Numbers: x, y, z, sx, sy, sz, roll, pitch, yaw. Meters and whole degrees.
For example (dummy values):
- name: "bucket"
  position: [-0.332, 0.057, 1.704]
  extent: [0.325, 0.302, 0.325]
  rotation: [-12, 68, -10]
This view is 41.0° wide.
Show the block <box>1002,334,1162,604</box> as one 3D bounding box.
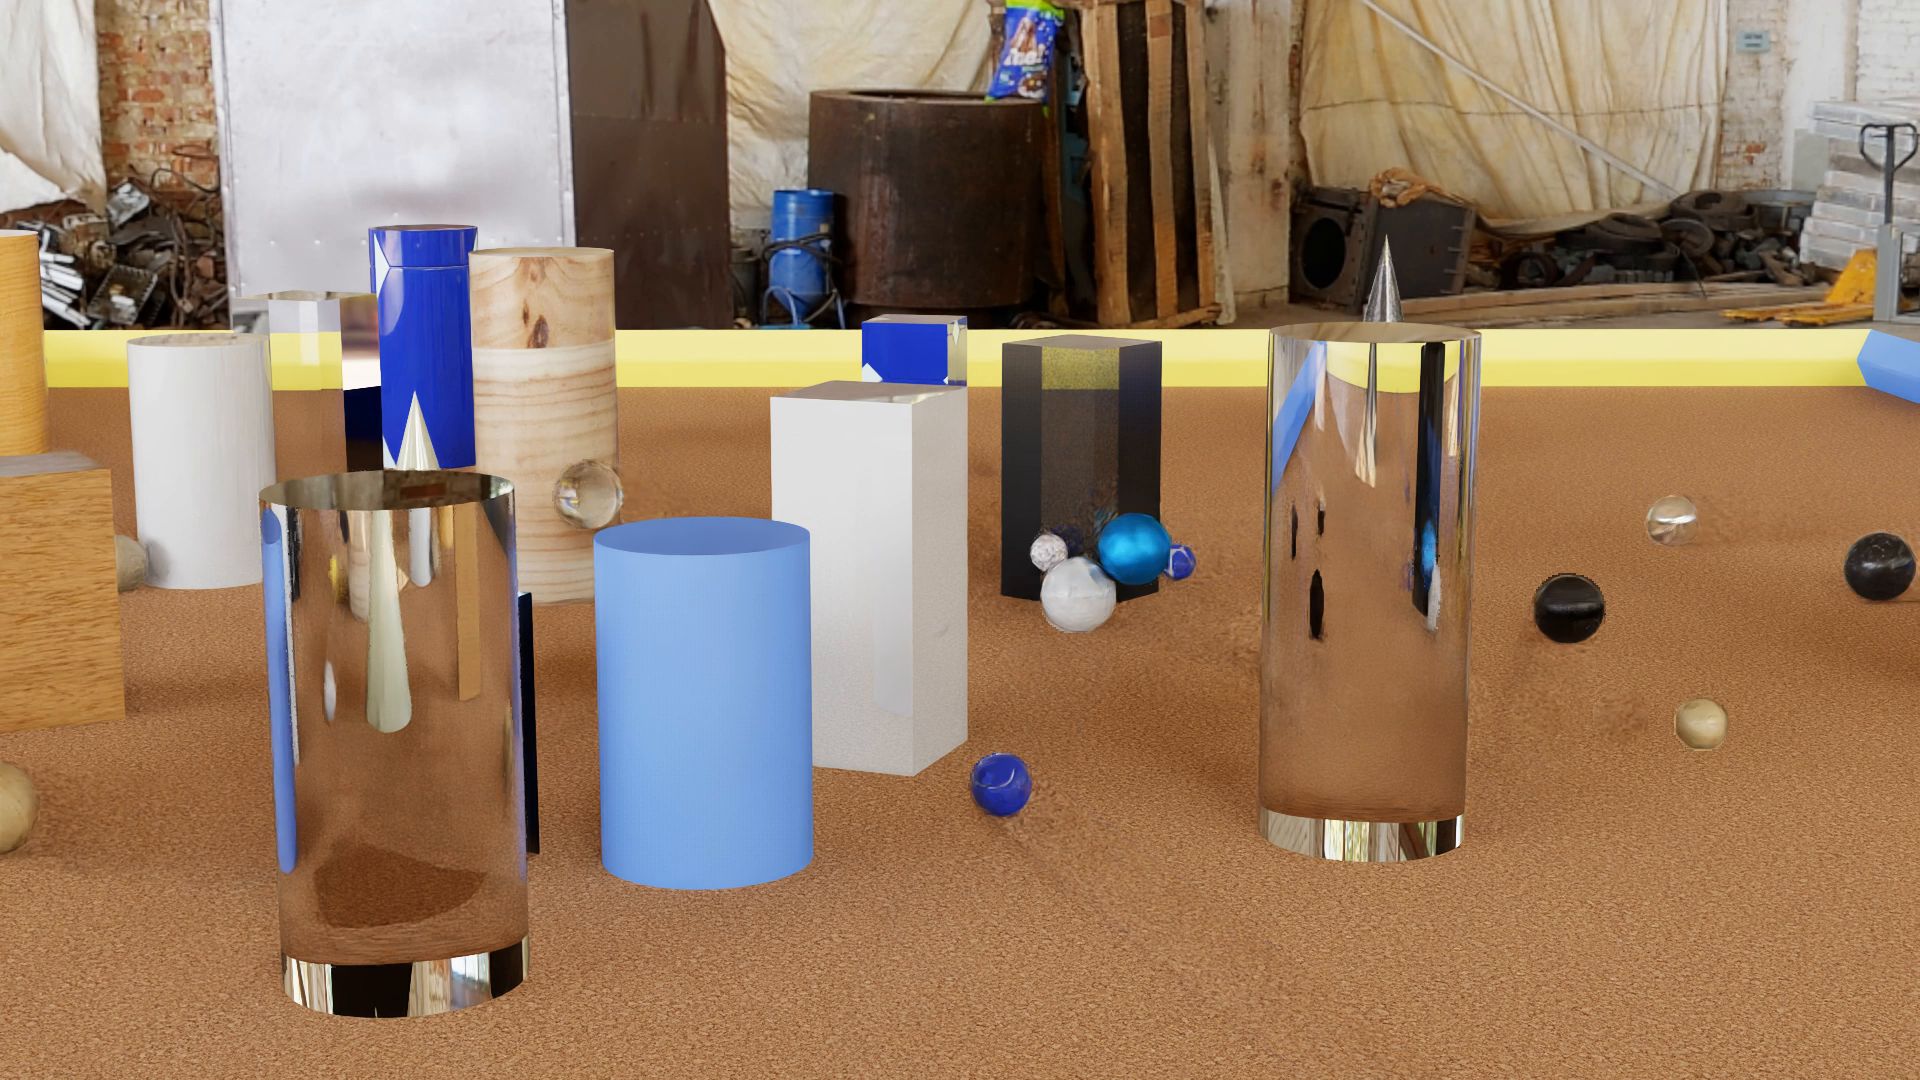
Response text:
- name: "block"
  position: [0.168, -0.098, 3.547]
  extent: [0.157, 0.352, 0.157]
  rotation: [8, 13, 38]

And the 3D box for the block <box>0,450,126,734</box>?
- name: "block"
  position: [-1.051, 0.056, 2.897]
  extent: [0.157, 0.285, 0.157]
  rotation: [-6, 12, -31]

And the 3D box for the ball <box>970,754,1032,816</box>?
- name: "ball"
  position: [0.041, 0.241, 2.517]
  extent: [0.060, 0.060, 0.060]
  rotation: [0, 10, 0]

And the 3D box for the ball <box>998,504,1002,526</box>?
- name: "ball"
  position: [0.093, -0.040, 4.011]
  extent: [0.068, 0.068, 0.068]
  rotation: [0, 10, 0]

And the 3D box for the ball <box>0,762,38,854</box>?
- name: "ball"
  position: [-0.905, 0.250, 2.388]
  extent: [0.090, 0.090, 0.090]
  rotation: [0, 10, 0]

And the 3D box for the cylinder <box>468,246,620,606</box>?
- name: "cylinder"
  position: [-0.572, -0.161, 3.548]
  extent: [0.197, 0.474, 0.197]
  rotation: [0, 10, 0]

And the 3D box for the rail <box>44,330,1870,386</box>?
- name: "rail"
  position: [-0.014, -0.412, 5.850]
  extent: [4.203, 0.128, 0.045]
  rotation: [0, 10, 0]

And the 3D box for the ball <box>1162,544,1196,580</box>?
- name: "ball"
  position: [0.304, 0.031, 3.590]
  extent: [0.051, 0.051, 0.051]
  rotation: [0, 10, 0]

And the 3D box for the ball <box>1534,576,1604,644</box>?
- name: "ball"
  position: [0.774, 0.088, 3.264]
  extent: [0.088, 0.088, 0.088]
  rotation: [0, 10, 0]

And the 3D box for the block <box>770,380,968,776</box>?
- name: "block"
  position: [-0.094, 0.036, 2.724]
  extent: [0.157, 0.389, 0.157]
  rotation: [4, 11, 21]

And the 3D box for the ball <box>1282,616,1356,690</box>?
- name: "ball"
  position: [0.422, 0.134, 3.024]
  extent: [0.087, 0.087, 0.087]
  rotation: [0, 10, 0]

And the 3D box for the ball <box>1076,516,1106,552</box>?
- name: "ball"
  position: [0.201, -0.009, 3.884]
  extent: [0.053, 0.053, 0.053]
  rotation: [0, 10, 0]

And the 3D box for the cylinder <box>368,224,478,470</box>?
- name: "cylinder"
  position: [-0.981, -0.358, 4.728]
  extent: [0.197, 0.433, 0.197]
  rotation: [0, 10, 0]

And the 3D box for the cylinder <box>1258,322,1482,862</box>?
- name: "cylinder"
  position: [0.385, 0.044, 2.427]
  extent: [0.197, 0.481, 0.197]
  rotation: [0, 10, 0]

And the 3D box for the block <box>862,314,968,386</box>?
- name: "block"
  position: [-0.081, -0.264, 4.653]
  extent: [0.157, 0.274, 0.157]
  rotation: [2, 11, 13]

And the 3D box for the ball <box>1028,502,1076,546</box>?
- name: "ball"
  position: [0.139, -0.020, 3.888]
  extent: [0.074, 0.074, 0.074]
  rotation: [0, 10, 0]

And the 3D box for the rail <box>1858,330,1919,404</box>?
- name: "rail"
  position: [2.078, 0.031, 3.461]
  extent: [0.045, 0.128, 4.932]
  rotation: [0, 10, 0]

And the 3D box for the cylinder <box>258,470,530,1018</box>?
- name: "cylinder"
  position: [-0.448, 0.156, 2.046]
  extent: [0.197, 0.399, 0.197]
  rotation: [0, 10, 0]

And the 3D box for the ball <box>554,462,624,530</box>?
- name: "ball"
  position: [-0.478, -0.058, 3.306]
  extent: [0.088, 0.088, 0.088]
  rotation: [0, 10, 0]

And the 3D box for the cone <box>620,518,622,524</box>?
- name: "cone"
  position: [-0.598, -0.170, 3.845]
  extent: [0.197, 0.385, 0.197]
  rotation: [0, 10, 0]

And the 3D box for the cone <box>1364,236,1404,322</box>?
- name: "cone"
  position: [0.790, -0.362, 4.788]
  extent: [0.197, 0.418, 0.197]
  rotation: [0, 10, 0]

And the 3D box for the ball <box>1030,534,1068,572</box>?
- name: "ball"
  position: [0.121, 0.017, 3.471]
  extent: [0.051, 0.051, 0.051]
  rotation: [0, 10, 0]

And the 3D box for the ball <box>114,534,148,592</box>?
- name: "ball"
  position: [-1.179, 0.032, 3.589]
  extent: [0.080, 0.080, 0.080]
  rotation: [0, 10, 0]

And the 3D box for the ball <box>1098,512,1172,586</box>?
- name: "ball"
  position: [0.225, 0.011, 3.304]
  extent: [0.094, 0.094, 0.094]
  rotation: [0, 10, 0]

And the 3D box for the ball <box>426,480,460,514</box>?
- name: "ball"
  position: [-0.847, -0.069, 4.203]
  extent: [0.055, 0.055, 0.055]
  rotation: [0, 10, 0]

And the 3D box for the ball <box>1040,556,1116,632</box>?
- name: "ball"
  position: [0.154, 0.071, 3.330]
  extent: [0.098, 0.098, 0.098]
  rotation: [0, 10, 0]

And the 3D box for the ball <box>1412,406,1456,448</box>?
- name: "ball"
  position: [0.912, -0.218, 4.932]
  extent: [0.083, 0.083, 0.083]
  rotation: [0, 10, 0]

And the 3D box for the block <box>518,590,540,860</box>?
- name: "block"
  position: [-0.498, 0.177, 2.342]
  extent: [0.157, 0.250, 0.157]
  rotation: [5, 12, 26]

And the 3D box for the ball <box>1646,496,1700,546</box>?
- name: "ball"
  position: [1.089, -0.029, 3.922]
  extent: [0.079, 0.079, 0.079]
  rotation: [0, 10, 0]

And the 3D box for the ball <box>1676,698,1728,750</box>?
- name: "ball"
  position: [0.798, 0.198, 2.763]
  extent: [0.054, 0.054, 0.054]
  rotation: [0, 10, 0]

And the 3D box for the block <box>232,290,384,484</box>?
- name: "block"
  position: [-1.022, -0.199, 4.036]
  extent: [0.157, 0.371, 0.157]
  rotation: [4, 11, 22]

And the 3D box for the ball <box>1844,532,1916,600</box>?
- name: "ball"
  position: [1.265, 0.036, 3.530]
  extent: [0.095, 0.095, 0.095]
  rotation: [0, 10, 0]

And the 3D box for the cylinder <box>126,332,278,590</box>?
- name: "cylinder"
  position: [-1.081, -0.117, 3.673]
  extent: [0.197, 0.342, 0.197]
  rotation: [0, 10, 0]

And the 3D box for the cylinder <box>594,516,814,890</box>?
- name: "cylinder"
  position: [-0.235, 0.145, 2.363]
  extent: [0.197, 0.304, 0.197]
  rotation: [0, 10, 0]

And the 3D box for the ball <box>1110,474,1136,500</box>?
- name: "ball"
  position: [0.277, -0.090, 4.348]
  extent: [0.045, 0.045, 0.045]
  rotation: [0, 10, 0]

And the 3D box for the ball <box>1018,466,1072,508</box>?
- name: "ball"
  position: [0.137, -0.076, 4.149]
  extent: [0.088, 0.088, 0.088]
  rotation: [0, 10, 0]

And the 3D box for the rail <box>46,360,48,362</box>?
- name: "rail"
  position: [-2.078, 0.035, 3.437]
  extent: [0.045, 0.128, 4.932]
  rotation: [0, 10, 0]

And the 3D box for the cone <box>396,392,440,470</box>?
- name: "cone"
  position: [-0.625, 0.005, 2.972]
  extent: [0.197, 0.359, 0.197]
  rotation: [0, 10, 0]

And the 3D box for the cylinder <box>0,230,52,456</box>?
- name: "cylinder"
  position: [-1.448, -0.209, 3.785]
  extent: [0.197, 0.483, 0.197]
  rotation: [0, 10, 0]
